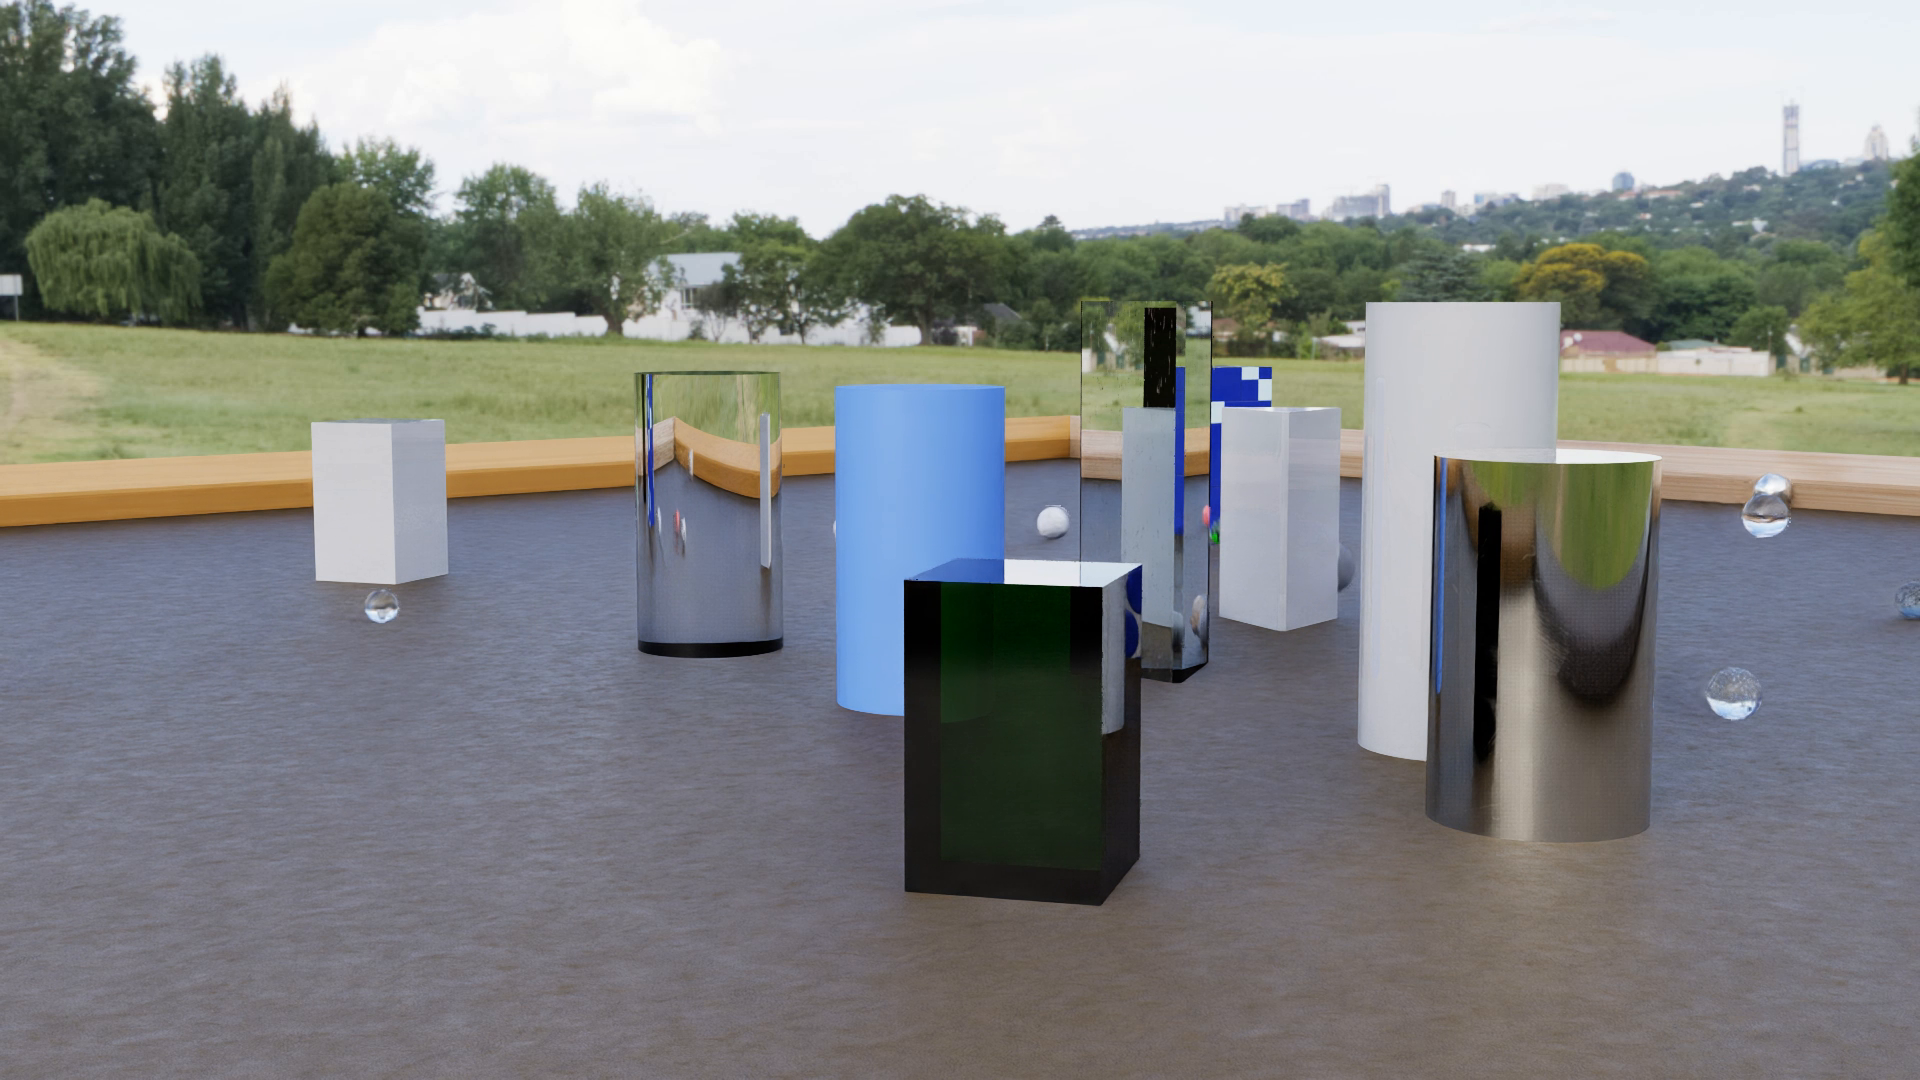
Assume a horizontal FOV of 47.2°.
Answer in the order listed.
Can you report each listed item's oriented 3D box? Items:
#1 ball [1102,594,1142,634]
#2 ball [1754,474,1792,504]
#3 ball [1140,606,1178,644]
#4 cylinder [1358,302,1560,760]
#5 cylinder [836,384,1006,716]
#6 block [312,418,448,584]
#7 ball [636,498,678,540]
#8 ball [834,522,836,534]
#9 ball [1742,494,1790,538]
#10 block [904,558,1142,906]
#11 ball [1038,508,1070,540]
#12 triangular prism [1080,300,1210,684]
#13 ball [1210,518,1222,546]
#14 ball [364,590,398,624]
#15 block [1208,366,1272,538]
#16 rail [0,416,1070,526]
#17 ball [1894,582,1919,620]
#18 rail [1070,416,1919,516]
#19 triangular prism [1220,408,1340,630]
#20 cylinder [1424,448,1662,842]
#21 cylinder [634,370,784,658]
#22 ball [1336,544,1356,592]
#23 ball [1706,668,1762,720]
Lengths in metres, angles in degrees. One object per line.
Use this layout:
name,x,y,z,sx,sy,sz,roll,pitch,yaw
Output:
ball,0.221,0.102,3.008,0.055,0.055,0.055,0,6,0
ball,1.806,-0.108,4.887,0.081,0.081,0.081,0,6,0
ball,0.264,0.113,2.933,0.050,0.050,0.050,0,6,0
cylinder,0.504,-0.014,2.231,0.191,0.450,0.191,0,6,0
cylinder,-0.045,0.005,2.487,0.191,0.357,0.191,0,6,0
block,-0.960,-0.067,3.644,0.153,0.260,0.153,2,6,20
ball,-0.584,-0.041,4.246,0.081,0.081,0.081,0,6,0
ball,-0.217,-0.024,4.218,0.052,0.052,0.052,0,6,0
ball,1.567,-0.047,4.277,0.086,0.086,0.086,0,6,0
block,0.052,0.144,1.725,0.153,0.240,0.153,2,6,16
ball,0.180,-0.032,4.251,0.063,0.063,0.063,0,6,0
triangular prism,0.257,-0.066,2.707,0.144,0.453,0.166,-5,8,-42
ball,0.497,-0.015,4.145,0.051,0.051,0.051,0,6,0
ball,-0.821,0.094,3.121,0.047,0.047,0.047,0,6,0
block,0.511,-0.180,4.382,0.153,0.330,0.153,-4,7,-30
rail,-1.468,-0.134,4.914,4.934,0.124,0.045,-6,8,-42
ball,1.372,0.087,3.160,0.054,0.054,0.054,0,6,0
rail,1.796,-0.141,4.980,0.045,0.124,4.377,-6,8,-42
triangular prism,0.437,-0.036,3.137,0.144,0.303,0.166,4,7,36
cylinder,0.507,0.085,1.917,0.191,0.318,0.191,0,6,0
cylinder,-0.329,-0.038,2.884,0.191,0.361,0.191,0,6,0
ball,0.580,0.043,3.452,0.080,0.080,0.080,0,6,0
ball,0.840,0.167,2.384,0.057,0.057,0.057,0,6,0
